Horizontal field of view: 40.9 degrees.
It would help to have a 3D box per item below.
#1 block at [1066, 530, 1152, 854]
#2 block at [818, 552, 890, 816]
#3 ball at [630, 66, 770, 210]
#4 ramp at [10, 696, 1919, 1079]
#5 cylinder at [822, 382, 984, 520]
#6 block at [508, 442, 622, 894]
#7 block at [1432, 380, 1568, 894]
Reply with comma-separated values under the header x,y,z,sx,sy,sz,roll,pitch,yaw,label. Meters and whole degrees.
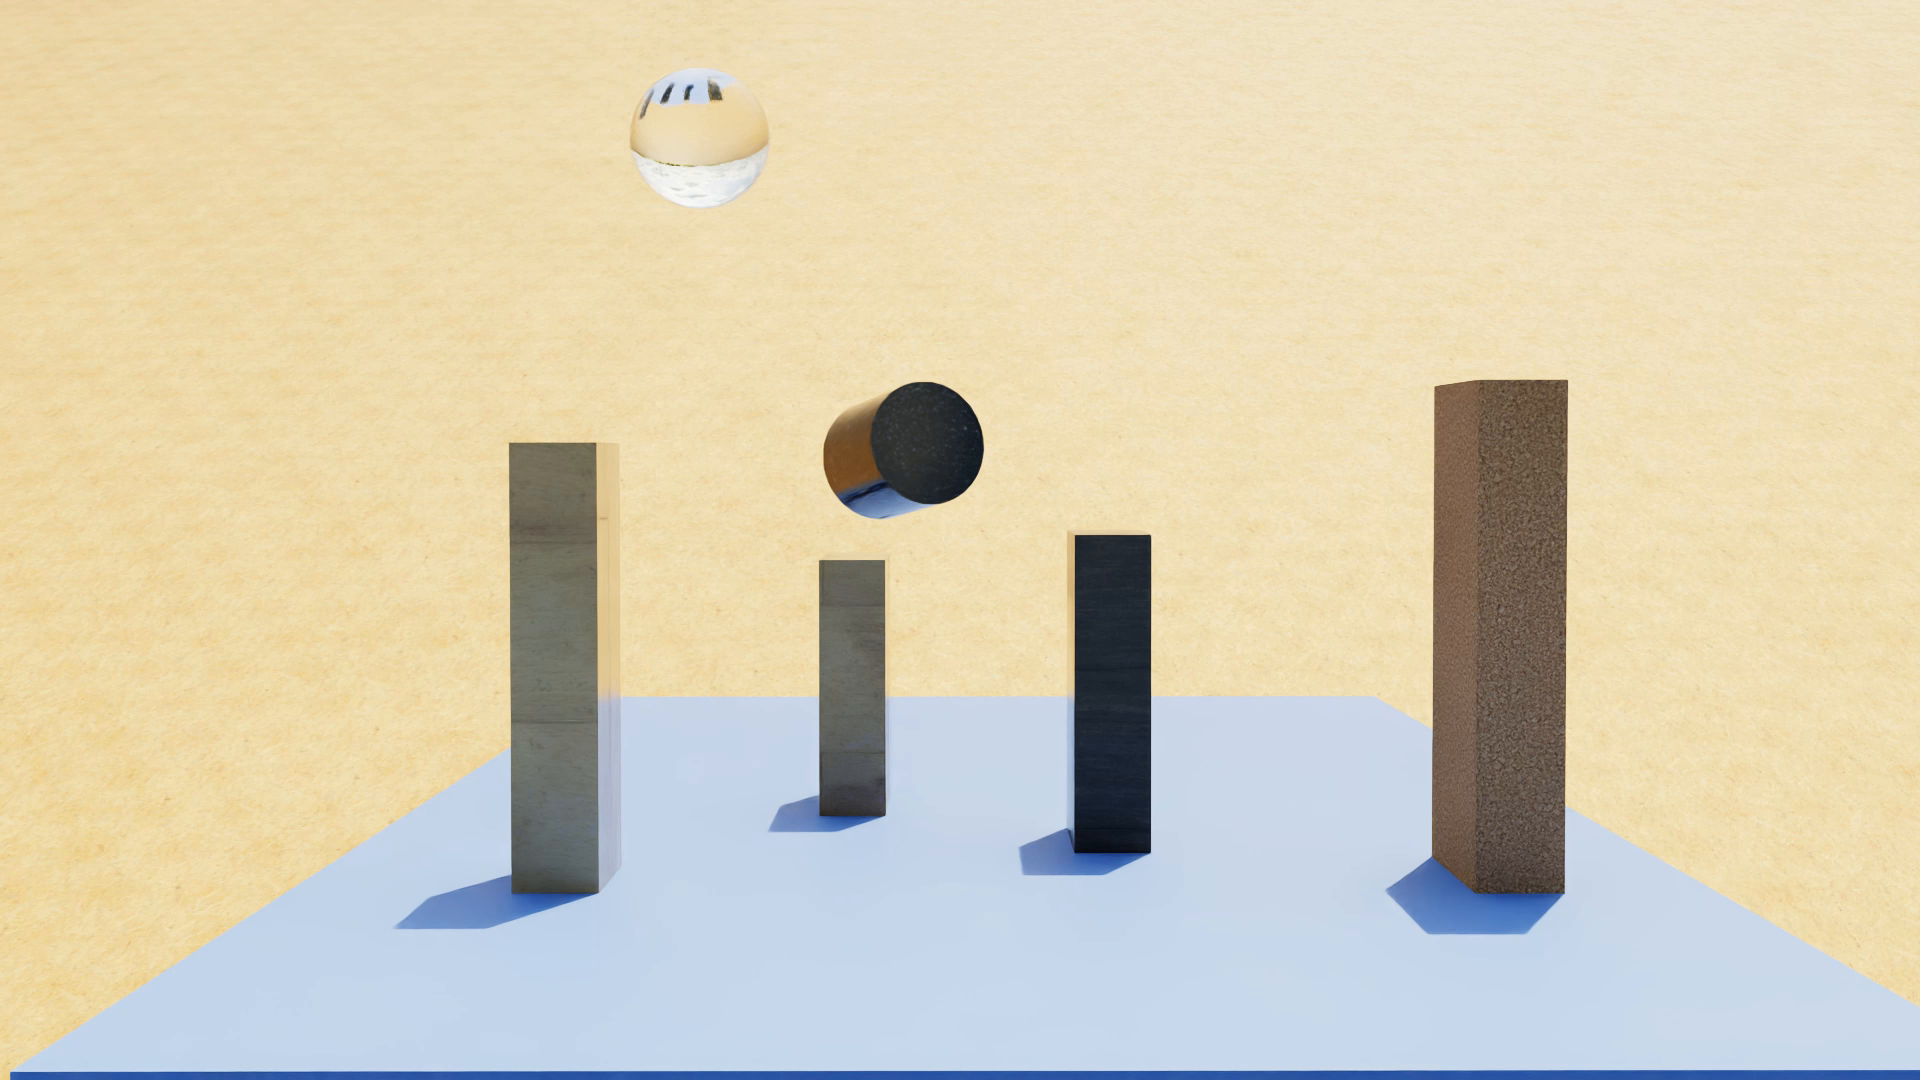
x,y,z,sx,sy,sz,roll,pitch,yaw,label
0.234,0.232,4.085,0.118,0.489,0.272,0,2,0,block
-0.182,0.246,4.519,0.112,0.434,0.320,0,2,0,block
-0.253,-0.392,2.513,0.137,0.137,0.137,0,25,0,ball
0.057,0.512,4.553,2.000,0.100,4.000,0,2,0,ramp
-0.059,-0.091,2.638,0.125,0.125,0.125,-13,-1,-26,cylinder
-0.565,0.175,3.704,0.122,0.628,0.241,0,2,0,block
0.779,0.130,3.742,0.124,0.715,0.331,0,2,0,block
